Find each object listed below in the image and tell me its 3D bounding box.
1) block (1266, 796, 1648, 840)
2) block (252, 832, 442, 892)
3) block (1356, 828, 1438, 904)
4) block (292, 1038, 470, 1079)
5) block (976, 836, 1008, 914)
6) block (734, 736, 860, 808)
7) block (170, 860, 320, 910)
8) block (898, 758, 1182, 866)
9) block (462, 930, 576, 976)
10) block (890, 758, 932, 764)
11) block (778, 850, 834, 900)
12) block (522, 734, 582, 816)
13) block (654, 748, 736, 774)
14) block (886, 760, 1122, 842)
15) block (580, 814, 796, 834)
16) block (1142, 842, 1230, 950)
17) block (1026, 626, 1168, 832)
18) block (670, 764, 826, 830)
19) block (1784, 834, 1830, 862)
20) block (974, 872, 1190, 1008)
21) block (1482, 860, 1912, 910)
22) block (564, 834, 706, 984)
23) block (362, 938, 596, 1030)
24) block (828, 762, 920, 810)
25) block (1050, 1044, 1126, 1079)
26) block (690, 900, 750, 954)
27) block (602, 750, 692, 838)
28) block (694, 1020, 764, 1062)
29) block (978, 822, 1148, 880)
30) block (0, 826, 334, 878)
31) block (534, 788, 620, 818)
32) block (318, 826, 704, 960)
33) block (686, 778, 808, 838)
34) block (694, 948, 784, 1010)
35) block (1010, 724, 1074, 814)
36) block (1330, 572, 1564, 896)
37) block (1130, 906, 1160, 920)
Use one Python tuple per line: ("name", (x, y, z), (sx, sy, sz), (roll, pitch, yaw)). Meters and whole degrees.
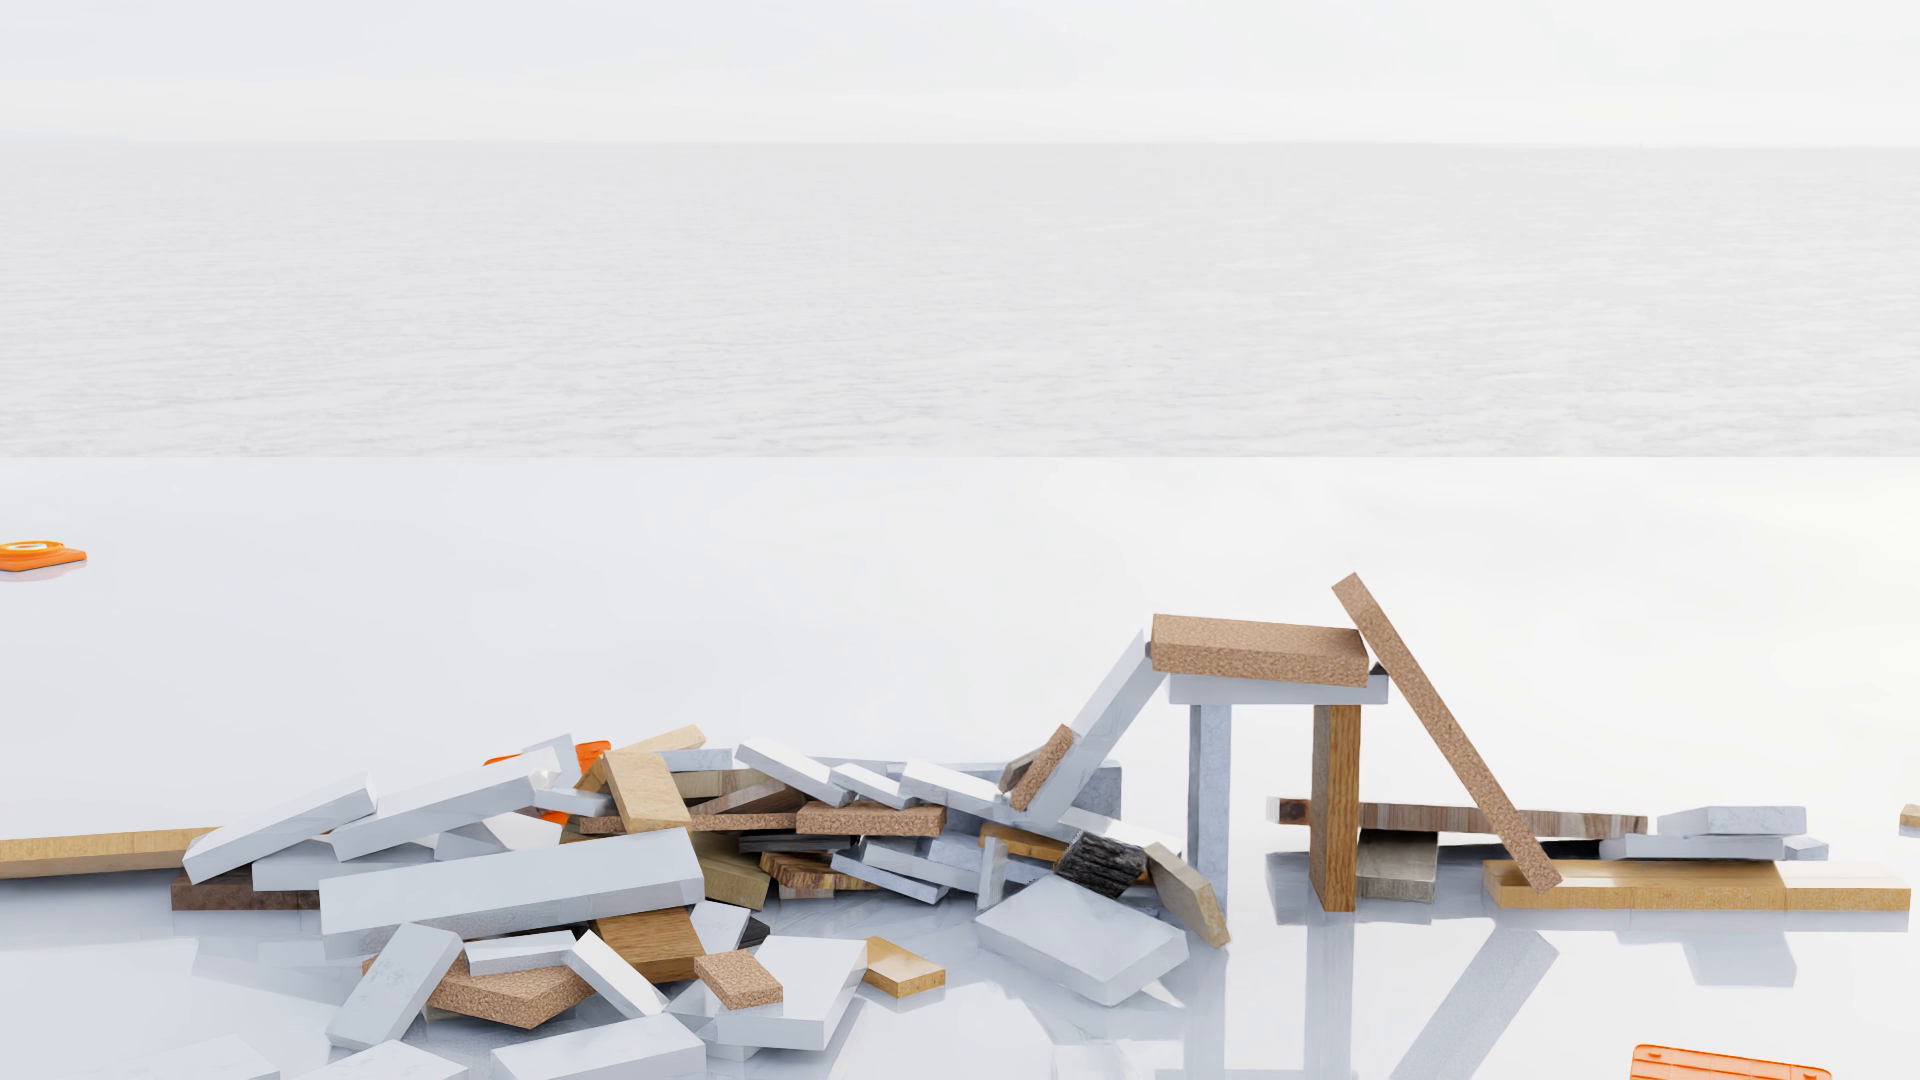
("block", (0.870, 0.491, 3.881), (0.638, 0.045, 0.160), (3, -5, 0))
("block", (-0.993, 0.530, 3.633), (0.307, 0.043, 0.153), (-1, 11, -3))
("block", (0.745, 0.554, 3.761), (0.134, 0.038, 0.268), (3, 11, 14))
("block", (-0.799, 0.727, 2.809), (0.156, 0.044, 0.311), (8, 13, 37))
("block", (0.053, 0.544, 3.547), (0.017, 0.120, 0.060), (-1, -21, 23))
("block", (-0.272, 0.392, 3.725), (0.201, 0.028, 0.100), (24, 9, 15))
("block", (-1.073, 0.569, 3.664), (0.428, 0.043, 0.153), (0, 11, -1))
("block", (0.137, 0.464, 3.701), (0.483, 0.030, 0.106), (17, 11, 3))
("block", (-0.633, 0.596, 3.174), (0.157, 0.022, 0.078), (-4, 11, -20))
("block", (-0.044, 0.479, 4.207), (0.075, 0.021, 0.378), (-3, 11, -18))
("block", (-0.271, 0.553, 3.800), (0.088, 0.025, 0.317), (-1, 11, -6))
("block", (-0.733, 0.423, 3.973), (0.093, 0.026, 0.186), (-19, 31, -8))
("block", (-0.469, 0.434, 3.945), (0.137, 0.039, 0.275), (-2, -22, -3))
("block", (0.076, 0.475, 3.825), (0.405, 0.170, 0.048), (-1, 11, -5))
("block", (-0.440, 0.467, 3.628), (0.362, 0.025, 0.089), (3, -9, -31))
("block", (0.360, 0.564, 3.508), (0.030, 0.106, 0.212), (-24, 16, -12))
("block", (0.226, 0.310, 3.632), (0.047, 0.335, 0.167), (34, 14, -5))
("block", (-0.389, 0.459, 3.866), (0.339, 0.048, 0.170), (-4, -29, 6))
("block", (1.460, 0.534, 3.912), (0.075, 0.021, 0.149), (-5, 12, -25))
("block", (0.181, 0.605, 3.347), (0.160, 0.045, 0.319), (-26, 23, -30))
("block", (1.218, 0.573, 3.657), (0.667, 0.038, 0.134), (0, 11, 1))
("block", (-0.503, 0.561, 3.372), (0.137, 0.039, 0.372), (-3, 23, -21))
("block", (-0.693, 0.630, 3.170), (0.303, 0.043, 0.152), (5, 12, 27))
("block", (-0.142, 0.414, 3.691), (0.143, 0.020, 0.072), (20, 11, 21))
("block", (0.173, 0.717, 2.917), (0.088, 0.025, 0.175), (-1, 11, -3))
("block", (-0.381, 0.610, 3.370), (0.083, 0.024, 0.167), (10, 22, 4))
("block", (-0.517, 0.415, 3.609), (0.099, 0.028, 0.342), (6, 11, -17))
("block", (-0.301, 0.685, 3.093), (0.083, 0.024, 0.166), (5, 11, 23))
("block", (0.173, 0.519, 3.676), (0.284, 0.020, 0.072), (11, 11, 2))
("block", (-1.261, 0.523, 3.765), (0.780, 0.036, 0.129), (-2, -20, -12))
("block", (-0.619, 0.428, 3.592), (0.099, 0.028, 0.199), (9, -5, 6))
("block", (-0.676, 0.530, 3.320), (0.556, 0.044, 0.156), (-7, 24, -16))
("block", (-0.398, 0.479, 3.776), (0.259, 0.028, 0.100), (-20, -38, 12))
("block", (-0.312, 0.618, 3.095), (0.078, 0.022, 0.157), (-5, 12, -24))
("block", (0.136, 0.379, 3.655), (0.021, 0.149, 0.075), (34, 10, -5))
("block", (0.788, 0.313, 3.562), (0.047, 0.577, 0.167), (-34, 14, 7))
("block", (0.270, 0.612, 3.438), (0.060, 0.017, 0.120), (3, 22, 16))
